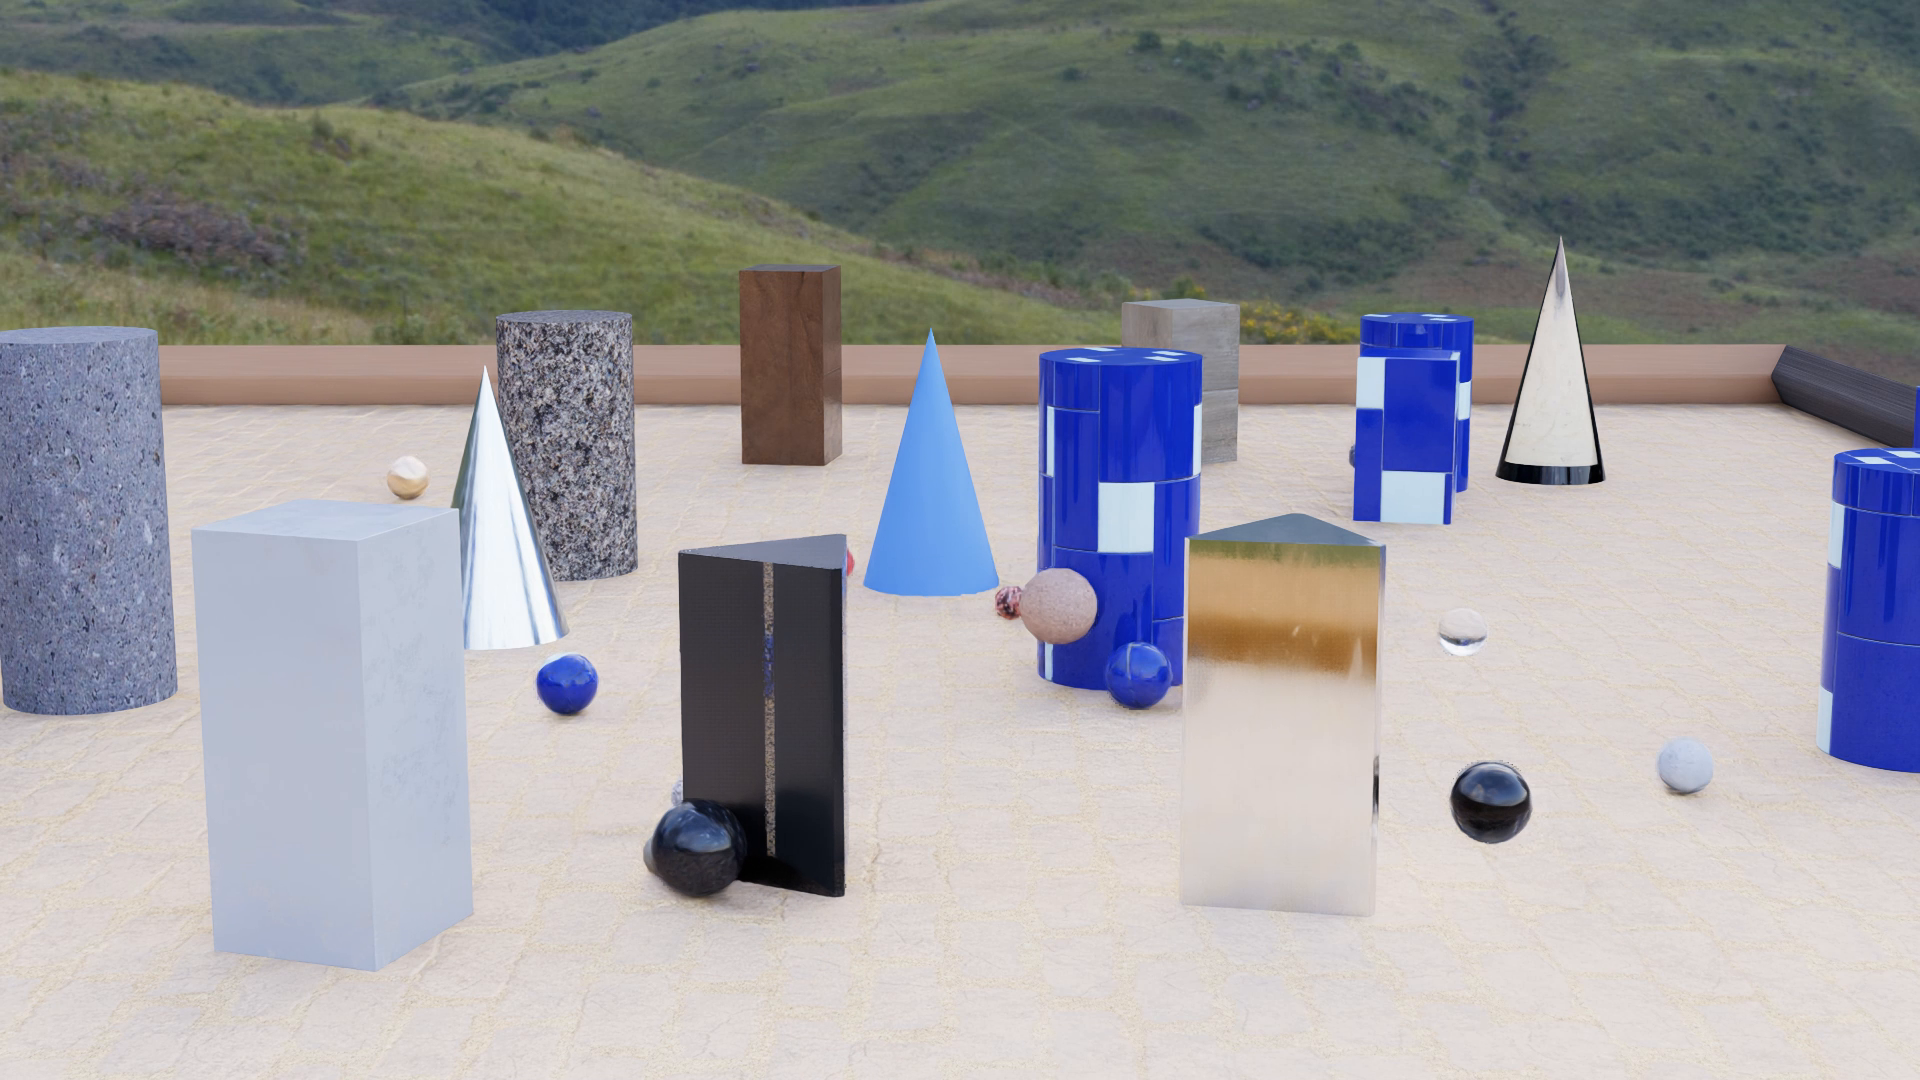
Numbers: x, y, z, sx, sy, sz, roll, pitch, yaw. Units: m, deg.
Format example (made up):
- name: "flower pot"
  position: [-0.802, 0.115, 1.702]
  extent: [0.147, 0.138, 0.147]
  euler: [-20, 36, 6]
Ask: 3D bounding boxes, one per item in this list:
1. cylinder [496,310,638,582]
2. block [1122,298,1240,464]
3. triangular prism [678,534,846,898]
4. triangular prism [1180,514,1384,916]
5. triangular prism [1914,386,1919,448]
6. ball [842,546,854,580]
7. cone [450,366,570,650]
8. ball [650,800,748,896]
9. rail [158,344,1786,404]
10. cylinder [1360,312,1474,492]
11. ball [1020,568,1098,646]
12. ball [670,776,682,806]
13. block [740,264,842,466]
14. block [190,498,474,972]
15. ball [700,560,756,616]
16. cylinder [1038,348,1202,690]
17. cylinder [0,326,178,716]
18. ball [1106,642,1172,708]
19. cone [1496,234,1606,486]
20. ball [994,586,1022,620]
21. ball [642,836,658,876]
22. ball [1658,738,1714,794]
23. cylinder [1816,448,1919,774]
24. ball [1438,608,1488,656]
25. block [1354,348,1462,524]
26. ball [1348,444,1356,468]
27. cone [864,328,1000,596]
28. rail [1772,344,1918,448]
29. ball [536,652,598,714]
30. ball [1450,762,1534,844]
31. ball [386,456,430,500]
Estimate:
- name: "cylinder"
  position: [-0.569, -0.140, 3.718]
  extent: [0.194, 0.369, 0.194]
  euler: [0, 11, 0]
- name: "block"
  position: [0.407, -0.294, 4.763]
  extent: [0.155, 0.290, 0.155]
  euler: [-7, 12, -32]
- name: "triangular prism"
  position: [-0.144, 0.152, 2.346]
  extent: [0.168, 0.296, 0.146]
  euler: [6, 12, 28]
- name: "triangular prism"
  position: [0.290, 0.149, 2.278]
  extent: [0.168, 0.326, 0.146]
  euler: [2, 11, 12]
- name: "triangular prism"
  position: [1.332, -0.048, 3.400]
  extent: [0.146, 0.304, 0.168]
  euler: [8, 13, 38]
- name: "ball"
  position: [-0.177, 0.033, 3.654]
  extent: [0.053, 0.053, 0.053]
  euler: [0, 11, 0]
- name: "cone"
  position: [-0.604, -0.051, 3.294]
  extent: [0.194, 0.349, 0.194]
  euler: [0, 11, 0]
- name: "ball"
  position: [-0.231, 0.272, 2.274]
  extent: [0.085, 0.085, 0.085]
  euler: [0, 11, 0]
- name: "rail"
  position: [-0.012, -0.354, 5.532]
  extent: [3.607, 0.126, 0.045]
  euler: [0, 11, 0]
- name: "cylinder"
  position: [0.789, -0.239, 4.456]
  extent: [0.194, 0.294, 0.194]
  euler: [0, 11, 0]
- name: "ball"
  position: [0.114, 0.077, 2.975]
  extent: [0.090, 0.090, 0.090]
  euler: [0, 11, 0]
- name: "ball"
  position: [-0.256, 0.249, 2.493]
  extent: [0.051, 0.051, 0.051]
  euler: [0, 11, 0]
- name: "block"
  position: [-0.312, -0.327, 4.758]
  extent: [0.155, 0.356, 0.155]
  euler: [2, 11, 10]
- name: "block"
  position: [-0.522, 0.158, 2.149]
  extent: [0.155, 0.357, 0.155]
  euler: [4, 11, 19]
- name: "ball"
  position: [-0.310, 0.064, 3.425]
  extent: [0.076, 0.076, 0.076]
  euler: [0, 11, 0]
- name: "cylinder"
  position: [0.191, -0.029, 3.078]
  extent: [0.194, 0.385, 0.194]
  euler: [0, 11, 0]
- name: "cylinder"
  position: [-1.016, -0.027, 2.962]
  extent: [0.194, 0.422, 0.194]
  euler: [0, 11, 0]
- name: "ball"
  position: [0.204, 0.154, 2.932]
  extent: [0.077, 0.077, 0.077]
  euler: [0, 11, 0]
- name: "cone"
  position: [1.055, -0.325, 4.546]
  extent: [0.194, 0.431, 0.194]
  euler: [0, 11, 0]
- name: "ball"
  position: [0.068, 0.083, 3.405]
  extent: [0.045, 0.045, 0.045]
  euler: [0, 11, 0]
- name: "ball"
  position: [-0.267, 0.285, 2.326]
  extent: [0.042, 0.042, 0.042]
  euler: [0, 11, 0]
- name: "ball"
  position: [0.733, 0.228, 2.592]
  extent: [0.056, 0.056, 0.056]
  euler: [0, 11, 0]
- name: "cylinder"
  position: [1.022, 0.071, 2.730]
  extent: [0.194, 0.314, 0.194]
  euler: [0, 11, 0]
- name: "ball"
  position: [0.625, 0.114, 3.191]
  extent: [0.061, 0.061, 0.061]
  euler: [0, 11, 0]
- name: "block"
  position: [0.728, -0.171, 4.174]
  extent: [0.155, 0.263, 0.155]
  euler: [2, 11, 13]
- name: "ball"
  position: [0.729, -0.150, 4.630]
  extent: [0.056, 0.056, 0.056]
  euler: [0, 11, 0]
- name: "cone"
  position: [-0.041, -0.118, 3.614]
  extent: [0.194, 0.364, 0.194]
  euler: [0, 11, 0]
- name: "rail"
  position: [1.780, 0.031, 3.459]
  extent: [0.045, 0.126, 4.284]
  euler: [0, 11, 0]
- name: "ball"
  position: [-0.445, 0.162, 2.908]
  extent: [0.071, 0.071, 0.071]
  euler: [0, 11, 0]
- name: "ball"
  position: [0.502, 0.248, 2.425]
  extent: [0.077, 0.077, 0.077]
  euler: [0, 11, 0]
- name: "ball"
  position: [-0.934, -0.106, 4.346]
  extent: [0.073, 0.073, 0.073]
  euler: [0, 11, 0]
